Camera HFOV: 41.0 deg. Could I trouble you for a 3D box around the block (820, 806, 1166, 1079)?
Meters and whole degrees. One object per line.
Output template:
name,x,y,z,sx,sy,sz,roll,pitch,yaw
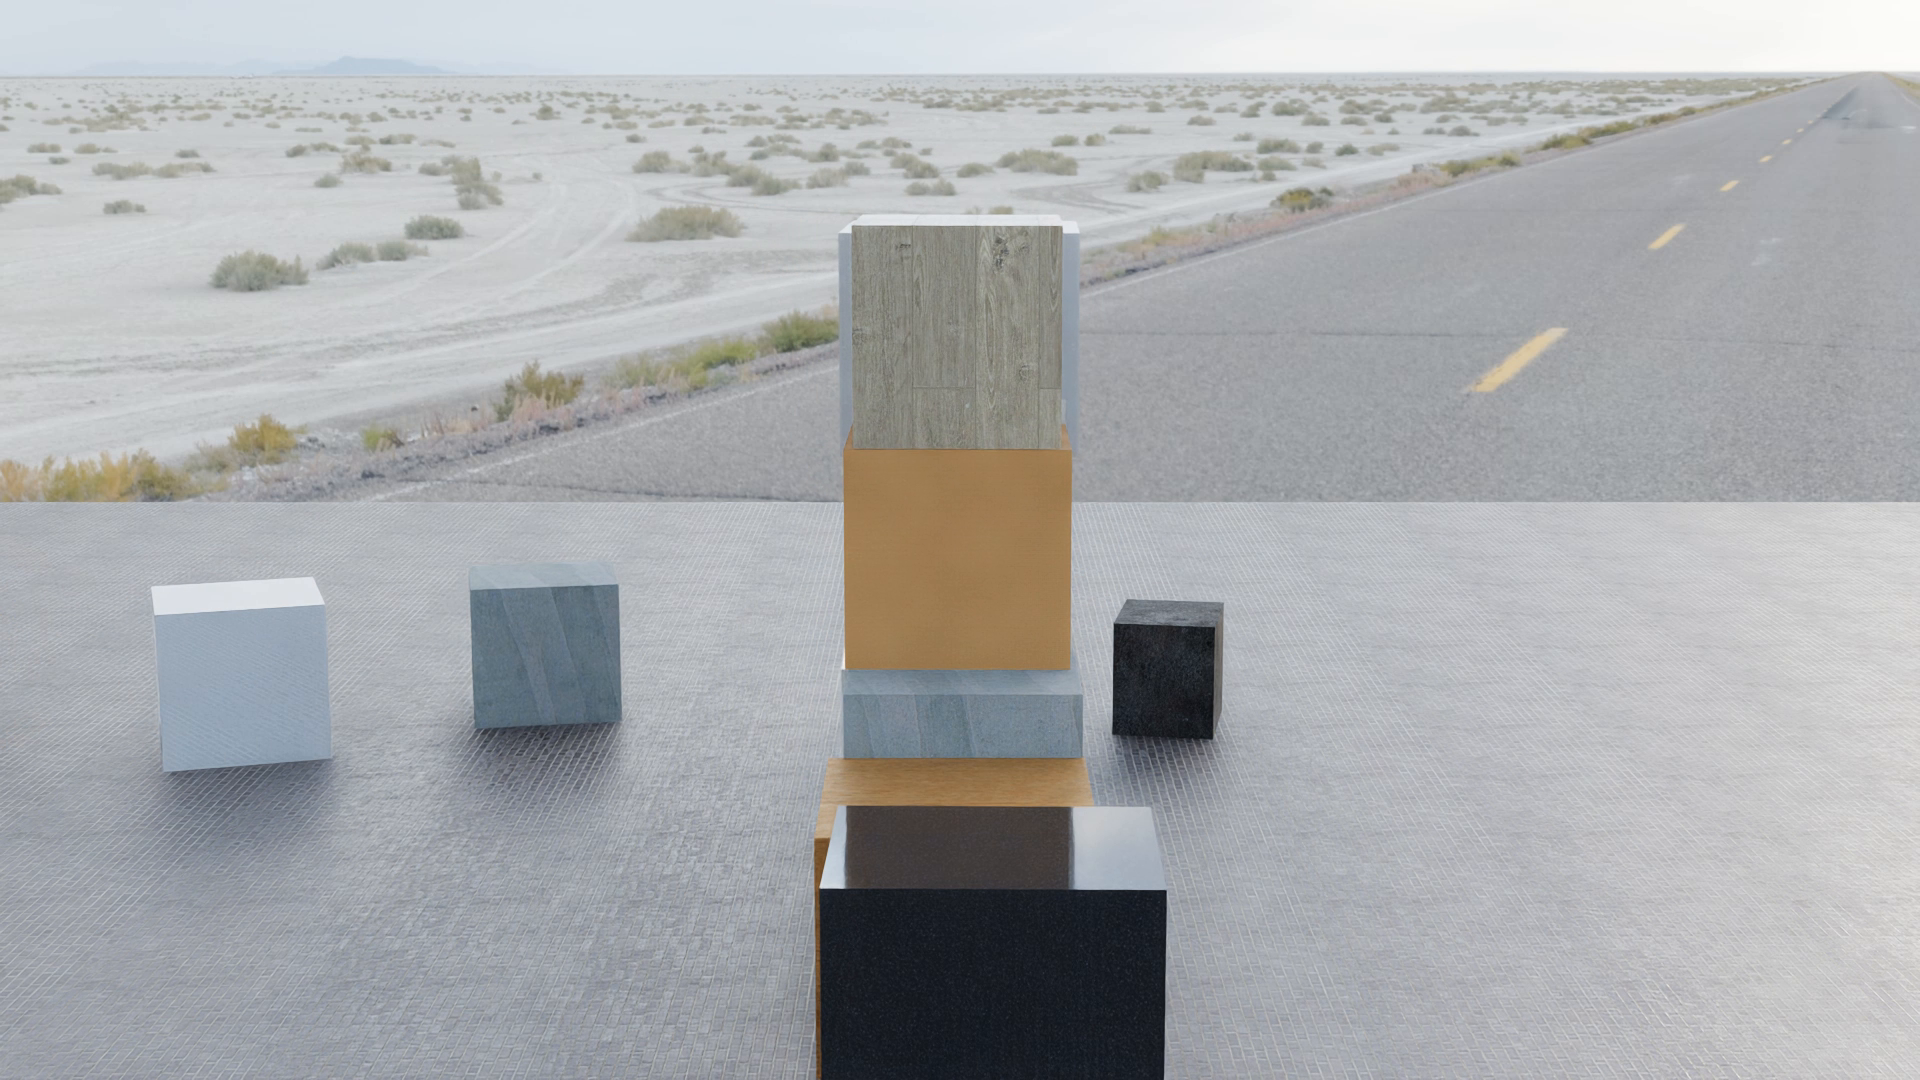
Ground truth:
block,0.110,1.497,8.532,1.082,1.001,0.918,0,10,1

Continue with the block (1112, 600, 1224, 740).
block,1.142,0.697,14.018,0.541,0.613,0.652,2,10,10

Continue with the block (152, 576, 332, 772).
block,-3.781,0.691,13.483,0.838,0.817,0.773,-3,11,-18

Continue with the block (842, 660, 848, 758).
block,-0.007,0.964,11.427,0.996,1.015,0.935,0,10,0

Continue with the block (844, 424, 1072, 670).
block,-0.007,0.013,10.656,0.909,0.894,0.778,0,10,0

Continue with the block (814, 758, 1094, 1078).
block,-0.011,1.376,9.527,0.997,0.883,1.059,0,10,0

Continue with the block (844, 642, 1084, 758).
block,0.013,1.074,10.492,0.928,1.134,0.928,0,10,0

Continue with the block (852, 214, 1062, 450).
block,-0.004,-0.868,10.527,0.830,0.886,0.771,0,10,1

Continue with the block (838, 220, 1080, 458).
block,0.008,-0.909,11.390,1.023,0.960,0.920,0,10,2

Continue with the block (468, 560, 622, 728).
block,-2.314,0.570,14.282,0.793,0.768,0.704,-2,11,-11
